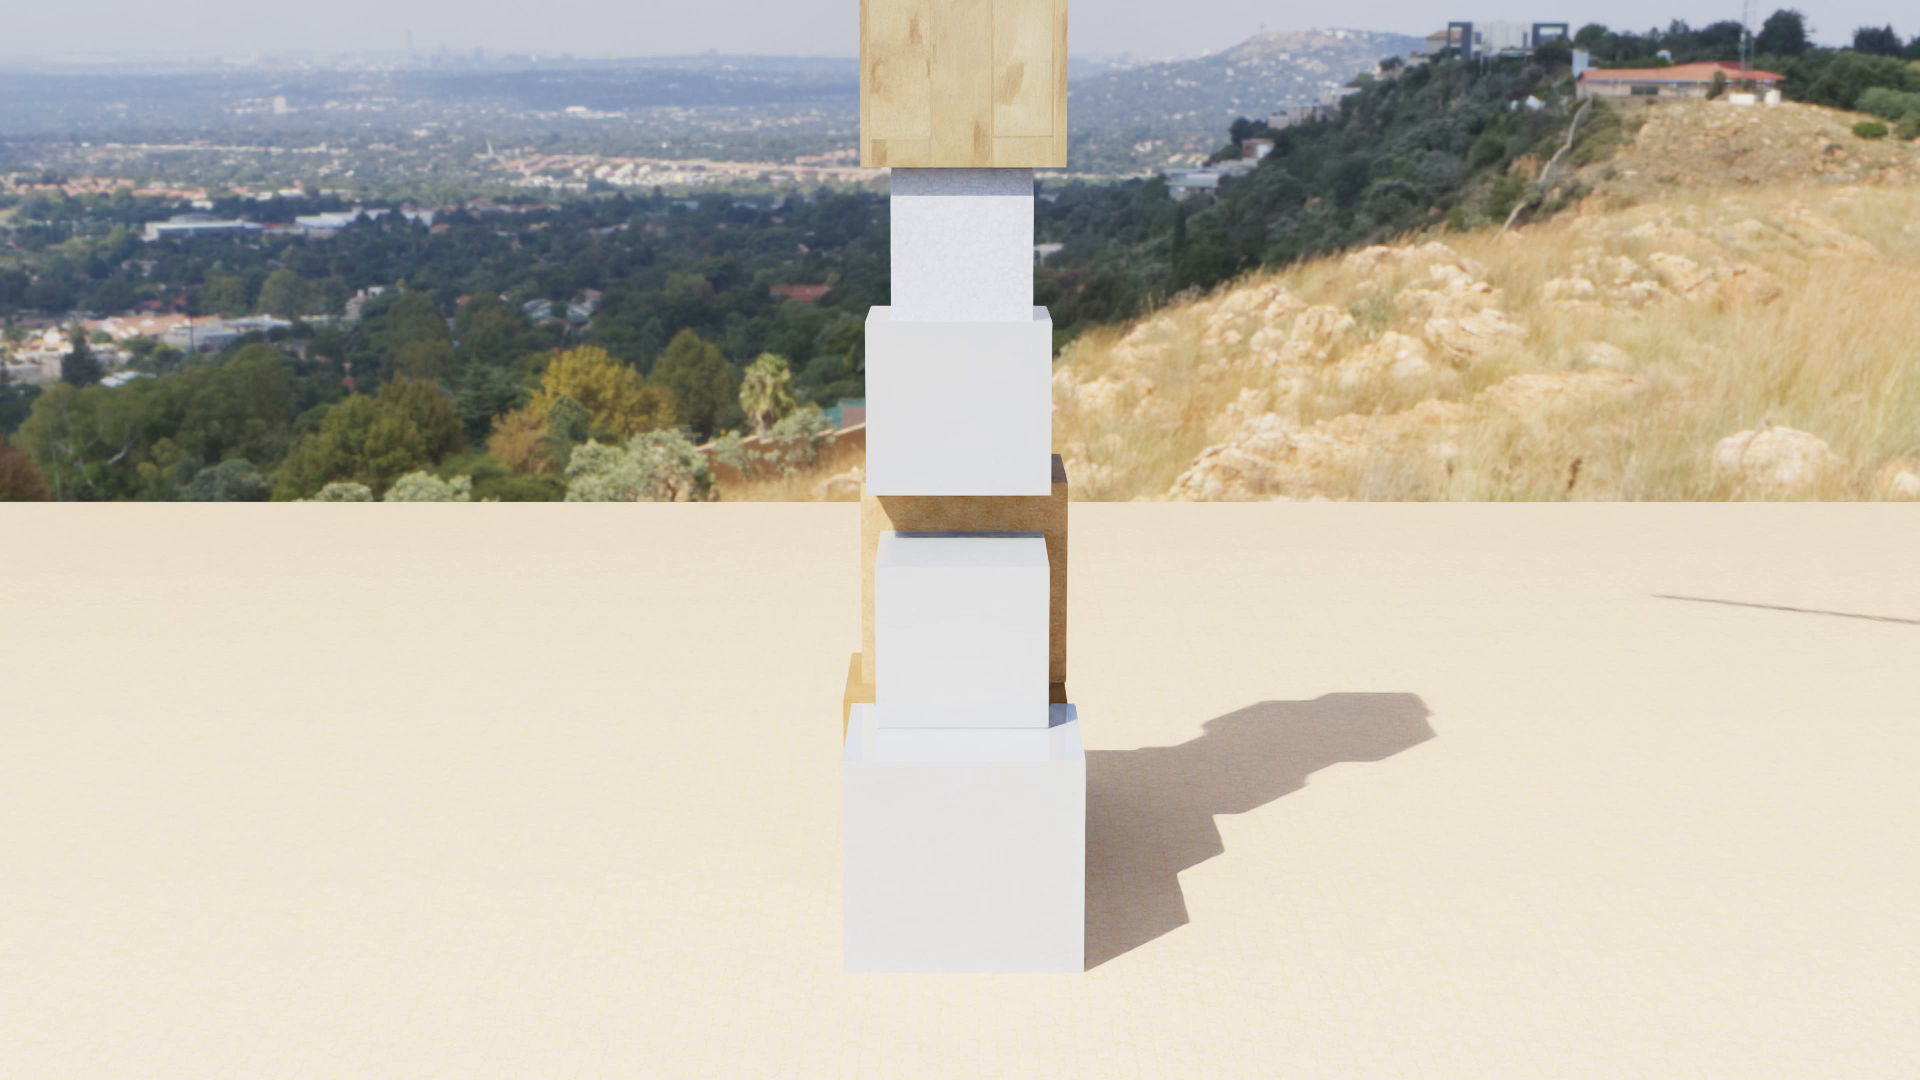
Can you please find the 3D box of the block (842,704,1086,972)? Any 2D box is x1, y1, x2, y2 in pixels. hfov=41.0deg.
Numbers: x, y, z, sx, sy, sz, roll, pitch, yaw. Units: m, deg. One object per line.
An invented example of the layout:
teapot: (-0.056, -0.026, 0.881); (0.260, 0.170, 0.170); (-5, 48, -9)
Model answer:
block: (0.015, 1.204, 10.530); (0.950, 0.865, 0.934); (0, 10, 0)

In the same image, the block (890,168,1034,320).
block: (0.009, -1.284, 10.947); (0.589, 0.637, 0.634); (0, 10, 0)

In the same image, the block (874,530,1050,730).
block: (0.009, 0.365, 10.790); (0.705, 0.676, 0.763); (0, 11, 0)

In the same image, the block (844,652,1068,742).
block: (-0.020, 1.031, 11.450); (0.956, 0.874, 0.920); (0, 10, 0)

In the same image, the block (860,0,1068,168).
block: (0.014, -1.963, 10.823); (0.843, 0.745, 0.809); (0, 10, 0)

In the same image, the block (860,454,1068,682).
block: (0.019, 0.112, 11.593); (0.897, 0.885, 0.874); (0, 10, 0)

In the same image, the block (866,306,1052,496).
block: (-0.006, -0.613, 11.069); (0.775, 0.728, 0.748); (0, 10, 0)
